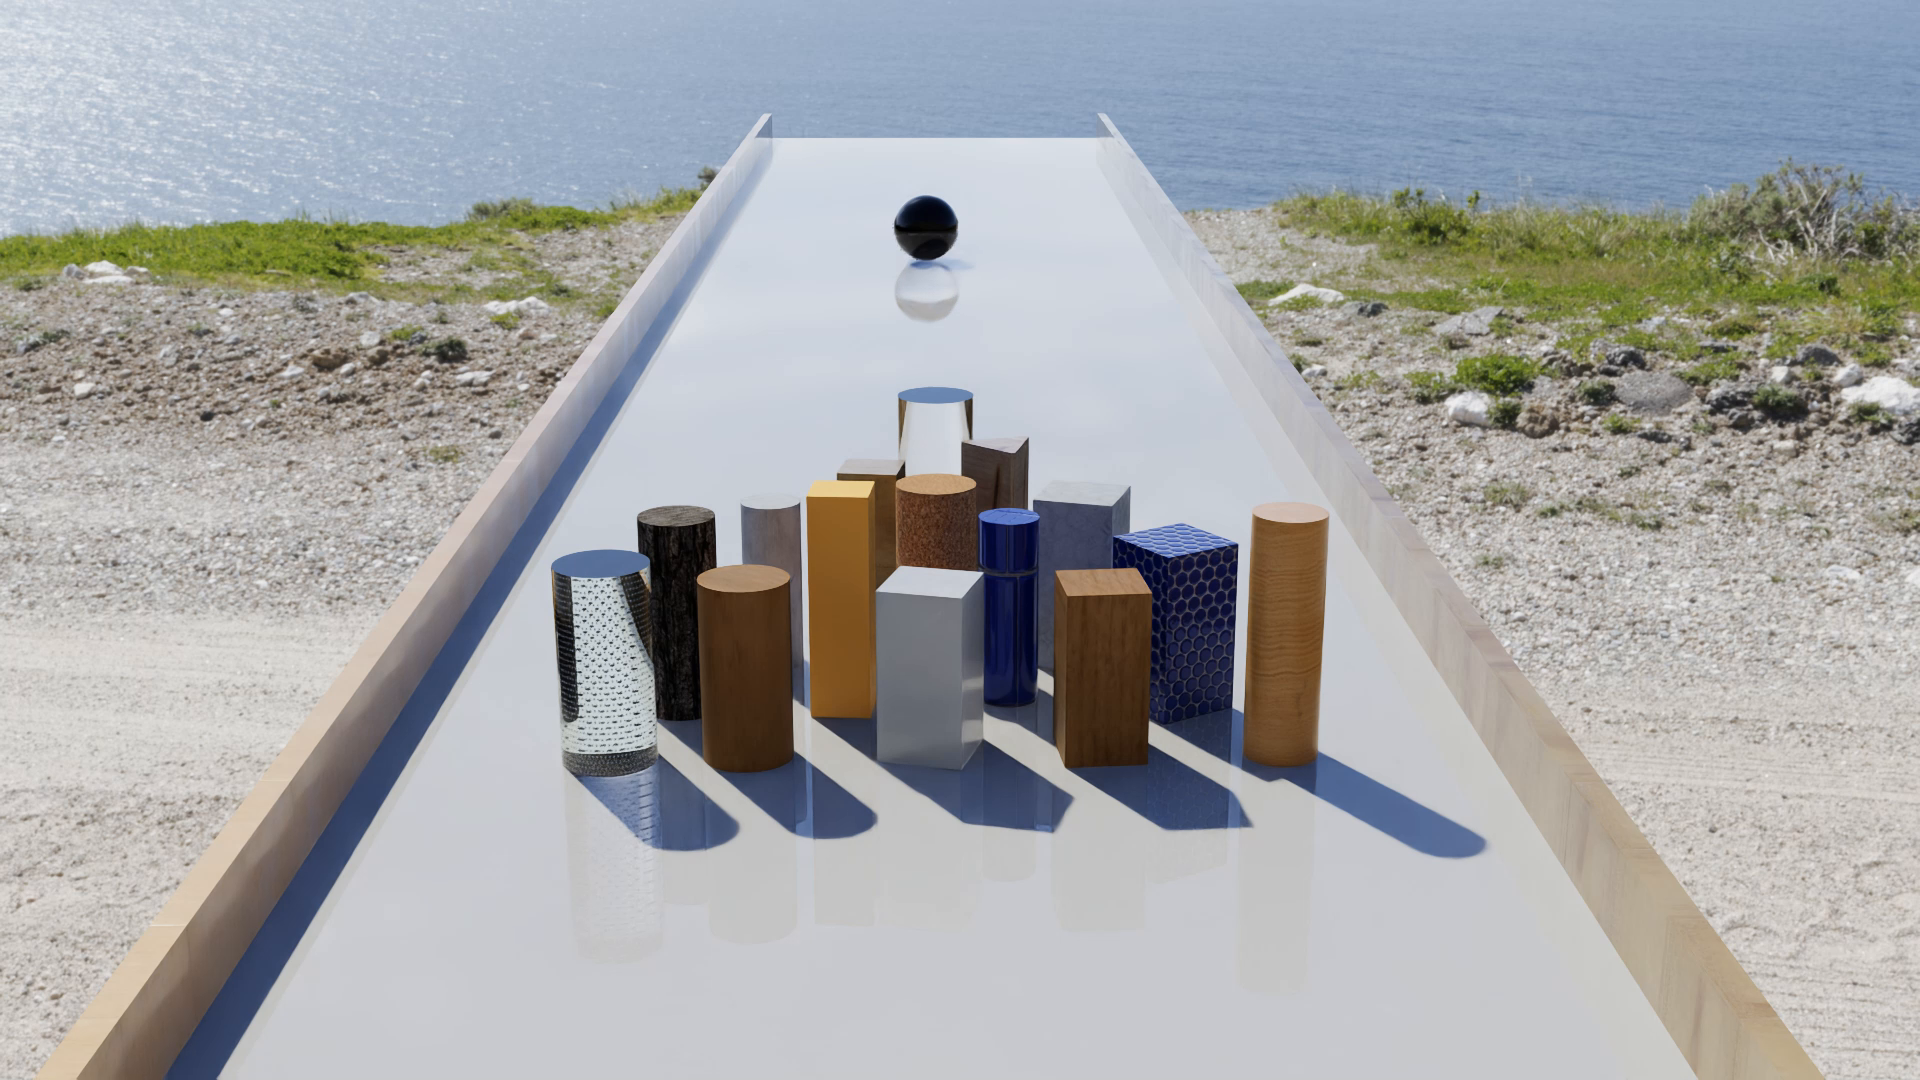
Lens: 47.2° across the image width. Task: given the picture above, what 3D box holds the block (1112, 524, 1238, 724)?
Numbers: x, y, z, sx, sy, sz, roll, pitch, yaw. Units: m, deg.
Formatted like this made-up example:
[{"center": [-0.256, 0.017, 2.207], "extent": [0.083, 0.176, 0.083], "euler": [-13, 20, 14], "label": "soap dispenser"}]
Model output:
[{"center": [0.401, 0.155, 4.138], "extent": [0.165, 0.324, 0.165], "euler": [-11, 20, -32], "label": "block"}]

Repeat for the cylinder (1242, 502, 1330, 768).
[{"center": [0.574, 0.167, 3.879], "extent": [0.134, 0.449, 0.134], "euler": [0, 17, 0], "label": "cylinder"}]

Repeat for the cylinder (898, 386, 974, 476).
[{"center": [-0.054, -0.117, 4.886], "extent": [0.168, 0.419, 0.168], "euler": [0, 17, 0], "label": "cylinder"}]

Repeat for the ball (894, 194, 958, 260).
[{"center": [-0.139, -1.293, 9.100], "extent": [0.270, 0.270, 0.270], "euler": [0, 17, 0], "label": "ball"}]

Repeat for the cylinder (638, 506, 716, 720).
[{"center": [-0.524, 0.136, 4.109], "extent": [0.143, 0.377, 0.143], "euler": [0, 17, 0], "label": "cylinder"}]

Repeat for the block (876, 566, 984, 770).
[{"center": [-0.052, 0.225, 3.911], "extent": [0.155, 0.318, 0.155], "euler": [4, 17, 14], "label": "block"}]

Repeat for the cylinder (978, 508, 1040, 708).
[{"center": [0.092, 0.128, 4.164], "extent": [0.114, 0.360, 0.114], "euler": [0, 17, 0], "label": "cylinder"}]

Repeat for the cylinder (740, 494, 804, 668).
[{"center": [-0.372, 0.084, 4.359], "extent": [0.117, 0.334, 0.117], "euler": [0, 17, 0], "label": "cylinder"}]

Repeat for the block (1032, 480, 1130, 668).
[{"center": [0.242, 0.070, 4.389], "extent": [0.159, 0.342, 0.159], "euler": [5, 17, 16], "label": "block"}]

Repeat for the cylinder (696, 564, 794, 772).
[{"center": [-0.378, 0.226, 3.885], "extent": [0.162, 0.332, 0.162], "euler": [0, 17, 0], "label": "cylinder"}]

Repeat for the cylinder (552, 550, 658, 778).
[{"center": [-0.623, 0.215, 3.865], "extent": [0.170, 0.364, 0.170], "euler": [0, 17, 0], "label": "cylinder"}]

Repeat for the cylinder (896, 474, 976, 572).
[{"center": [-0.048, 0.060, 4.397], "extent": [0.160, 0.358, 0.160], "euler": [0, 17, 0], "label": "cylinder"}]

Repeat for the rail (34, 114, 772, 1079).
[{"center": [-1.118, -0.838, 7.780], "extent": [0.050, 0.150, 12.000], "euler": [0, 17, -1], "label": "rail"}]

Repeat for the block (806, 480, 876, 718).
[{"center": [-0.219, 0.111, 4.103], "extent": [0.112, 0.428, 0.112], "euler": [1, 17, 4], "label": "block"}]

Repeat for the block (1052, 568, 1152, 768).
[{"center": [0.251, 0.226, 3.908], "extent": [0.148, 0.319, 0.148], "euler": [-2, 17, -6], "label": "block"}]

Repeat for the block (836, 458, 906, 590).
[{"center": [-0.184, 0.008, 4.610], "extent": [0.124, 0.336, 0.124], "euler": [2, 17, 7], "label": "block"}]

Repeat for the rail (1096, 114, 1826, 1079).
[{"center": [0.932, -0.844, 7.801], "extent": [0.050, 0.150, 12.000], "euler": [0, 17, -1], "label": "rail"}]

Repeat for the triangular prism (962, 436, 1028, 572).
[{"center": [0.099, -0.028, 4.670], "extent": [0.147, 0.371, 0.127], "euler": [15, 22, 41], "label": "triangular prism"}]
